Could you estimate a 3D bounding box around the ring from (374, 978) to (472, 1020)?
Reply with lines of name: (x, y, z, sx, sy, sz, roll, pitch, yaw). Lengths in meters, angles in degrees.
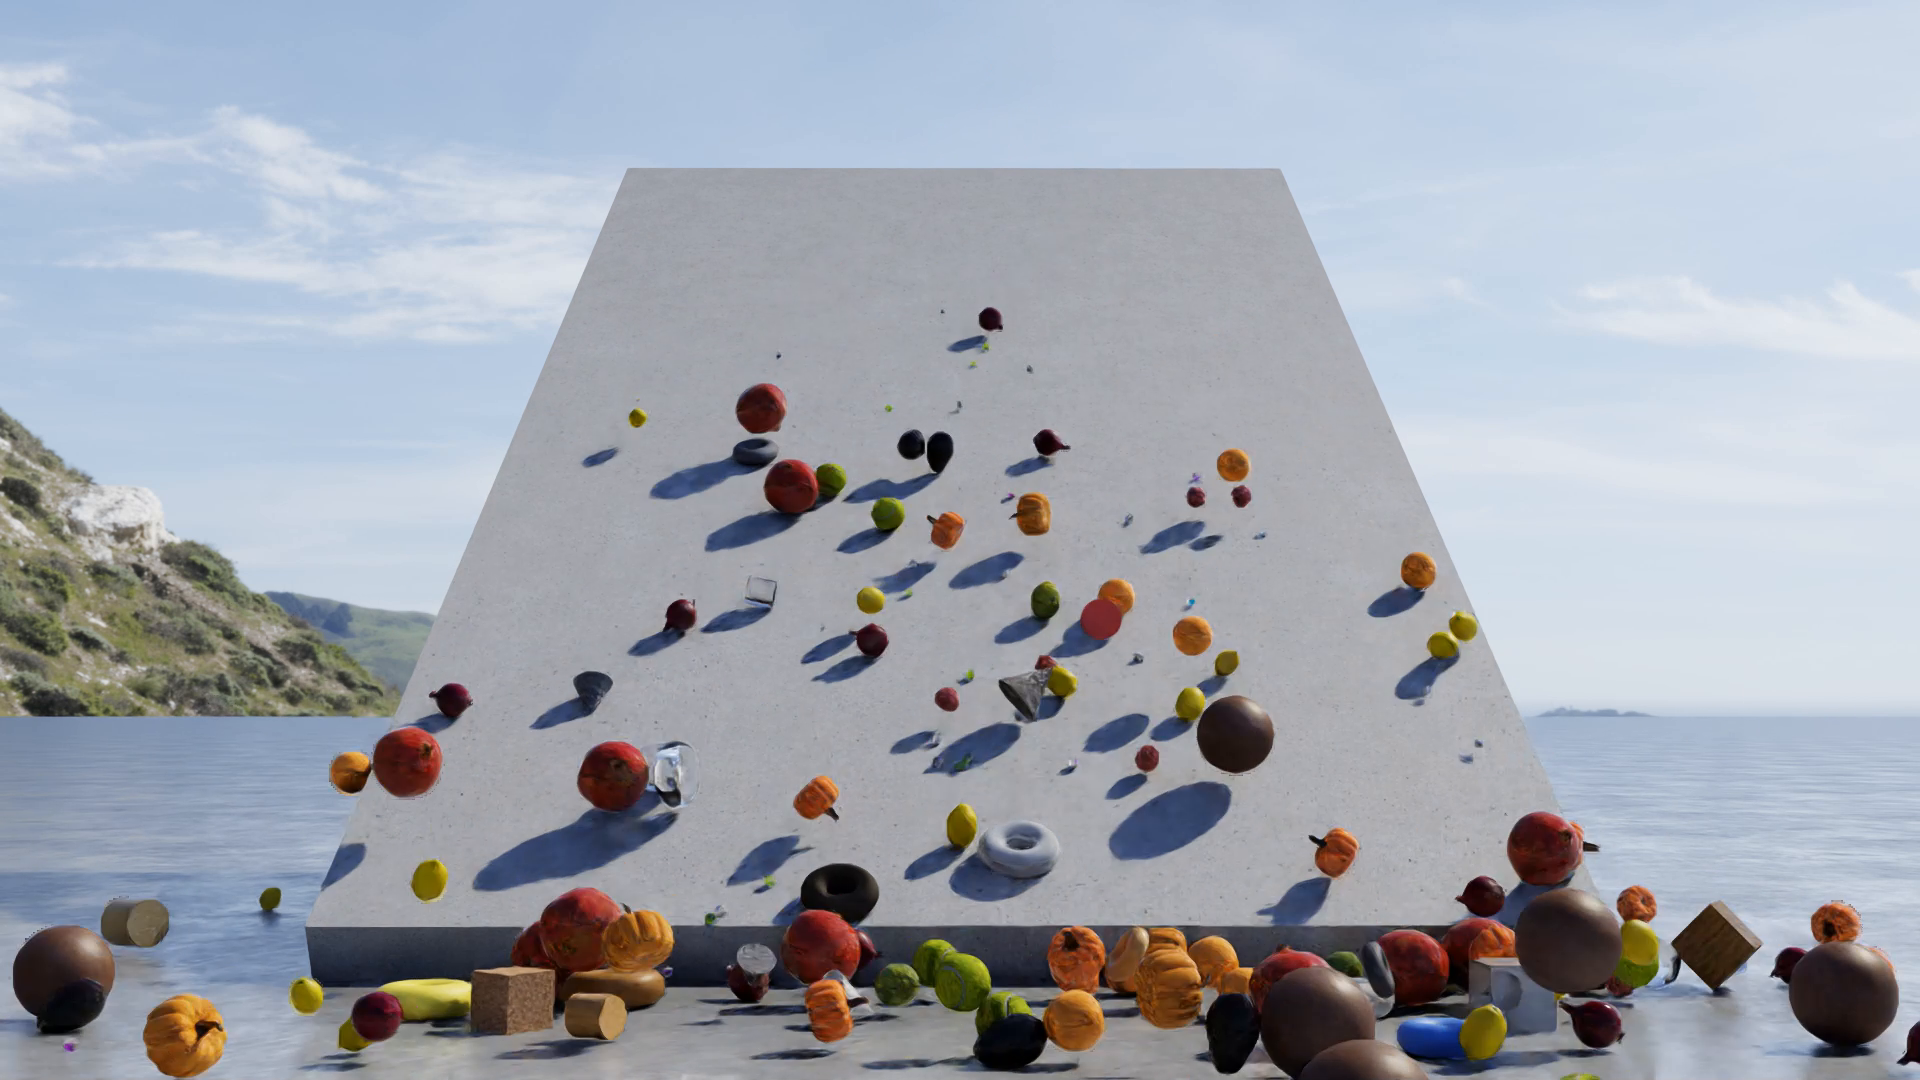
ring: (-0.731, 0.628, 3.212, 0.138, 0.046, 0.138, -1, -5, 0)

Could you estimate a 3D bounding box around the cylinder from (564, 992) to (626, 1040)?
cylinder: (-0.460, 0.600, 2.964, 0.055, 0.055, 0.055, -3, -5, 29)

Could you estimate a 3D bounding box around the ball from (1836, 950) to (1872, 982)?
ball: (1.370, 0.653, 3.603, 0.051, 0.051, 0.051, 0, -4, 0)

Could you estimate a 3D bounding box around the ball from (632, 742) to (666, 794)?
ball: (-0.506, 0.381, 3.933, 0.084, 0.084, 0.084, 0, -4, 0)

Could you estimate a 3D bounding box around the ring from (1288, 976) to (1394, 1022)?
ring: (0.520, 0.626, 3.209, 0.145, 0.048, 0.145, -1, -4, 0)

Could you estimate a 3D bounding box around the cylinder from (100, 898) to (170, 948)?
cylinder: (-1.420, 0.659, 4.045, 0.082, 0.082, 0.082, -6, -7, 38)

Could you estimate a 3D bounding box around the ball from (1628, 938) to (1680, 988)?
ball: (1.026, 0.625, 3.473, 0.075, 0.075, 0.075, 0, -4, 0)

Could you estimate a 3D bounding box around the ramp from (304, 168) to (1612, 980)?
ramp: (-0.009, -0.229, 5.420, 2.000, 0.100, 4.000, 0, 26, 0)

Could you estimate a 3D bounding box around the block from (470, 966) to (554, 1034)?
block: (-0.586, 0.603, 3.080, 0.076, 0.076, 0.076, -4, -5, 40)

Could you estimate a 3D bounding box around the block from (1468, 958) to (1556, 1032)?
block: (0.726, 0.598, 3.093, 0.086, 0.086, 0.086, 1, -4, -7)

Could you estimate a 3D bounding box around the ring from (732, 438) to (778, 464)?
ring: (-0.451, -0.196, 5.192, 0.103, 0.034, 0.103, -3, 23, 1)

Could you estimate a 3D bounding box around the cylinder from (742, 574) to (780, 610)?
cylinder: (-0.385, 0.101, 4.539, 0.054, 0.054, 0.054, 31, -15, -18)

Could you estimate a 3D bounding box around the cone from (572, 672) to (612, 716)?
cone: (-0.657, 0.284, 4.196, 0.071, 0.071, 0.071, -3, -38, -2)

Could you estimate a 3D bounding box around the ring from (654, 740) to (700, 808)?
ring: (-0.465, 0.385, 3.864, 0.037, 0.112, 0.112, -6, -6, 26)

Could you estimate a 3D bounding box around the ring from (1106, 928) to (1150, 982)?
ring: (0.225, 0.555, 3.149, 0.027, 0.081, 0.081, 36, -5, 0)

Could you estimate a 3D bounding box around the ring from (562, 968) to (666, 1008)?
ring: (-0.489, 0.633, 3.320, 0.146, 0.049, 0.146, -2, -6, 0)

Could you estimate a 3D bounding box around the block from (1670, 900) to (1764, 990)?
block: (1.135, 0.607, 3.529, 0.090, 0.090, 0.090, 47, 16, 22)

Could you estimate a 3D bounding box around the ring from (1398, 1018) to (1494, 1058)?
ring: (0.591, 0.606, 2.861, 0.116, 0.039, 0.116, 1, -4, 0)

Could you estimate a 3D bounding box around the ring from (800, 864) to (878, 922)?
ring: (-0.186, 0.546, 3.641, 0.121, 0.040, 0.121, 0, 30, 0)

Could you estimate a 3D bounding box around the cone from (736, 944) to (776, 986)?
cone: (-0.281, 0.586, 3.183, 0.055, 0.055, 0.055, 11, 35, -8)

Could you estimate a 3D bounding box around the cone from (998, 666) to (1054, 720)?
cone: (0.132, 0.252, 4.136, 0.093, 0.093, 0.093, -40, 6, -14)

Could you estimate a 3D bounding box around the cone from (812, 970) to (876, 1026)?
cone: (-0.143, 0.620, 3.125, 0.078, 0.078, 0.078, 24, -15, -27)

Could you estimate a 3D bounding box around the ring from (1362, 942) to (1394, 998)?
ring: (0.553, 0.569, 3.109, 0.026, 0.077, 0.077, -20, -9, 13)

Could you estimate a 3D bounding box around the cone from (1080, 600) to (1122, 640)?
cone: (0.269, 0.150, 4.476, 0.077, 0.077, 0.077, 0, -1, 4)

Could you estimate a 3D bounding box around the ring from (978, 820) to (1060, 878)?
ring: (0.094, 0.493, 3.751, 0.131, 0.044, 0.131, 1, 26, -1)
